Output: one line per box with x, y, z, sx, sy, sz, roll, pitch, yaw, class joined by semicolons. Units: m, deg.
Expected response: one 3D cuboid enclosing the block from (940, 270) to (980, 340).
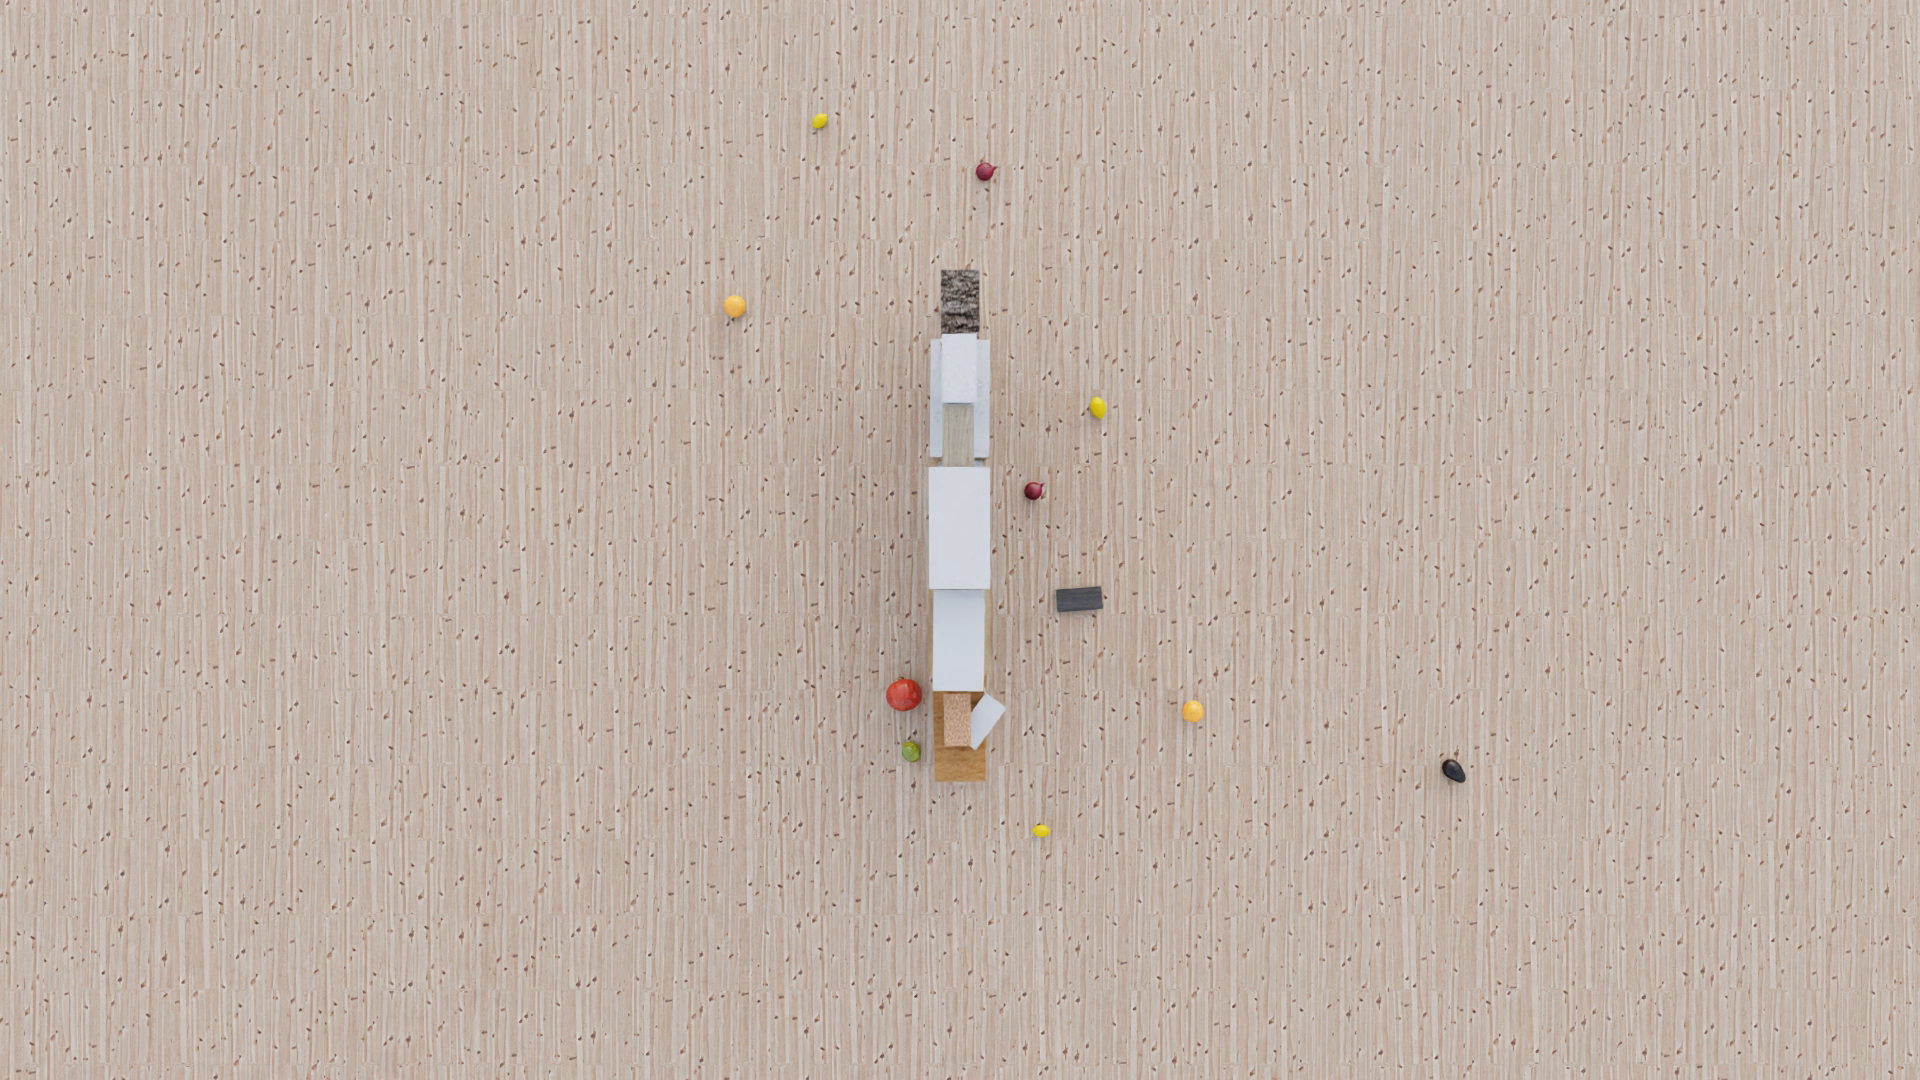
0.000;-0.697;4.970;0.116;0.033;0.231;0;90;0;block

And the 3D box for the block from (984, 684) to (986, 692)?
0.000;0.448;4.991;0.149;0.299;0.042;0;93;0;block

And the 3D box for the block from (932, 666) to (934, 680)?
-0.006;0.362;4.603;0.136;0.272;0.039;0;90;0;block

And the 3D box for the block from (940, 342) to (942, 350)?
-0.006;-0.539;4.647;0.095;0.189;0.027;-7;90;0;block

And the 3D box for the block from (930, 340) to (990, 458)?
0.000;-0.407;4.766;0.169;0.048;0.338;1;90;0;block

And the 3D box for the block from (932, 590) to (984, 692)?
-0.004;0.270;4.448;0.136;0.039;0.272;0;90;0;block

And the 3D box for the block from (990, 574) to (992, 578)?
0.001;0.099;4.986;0.176;0.395;0.050;-7;90;0;block

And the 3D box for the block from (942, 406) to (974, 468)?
-0.005;-0.284;4.554;0.088;0.025;0.176;0;90;0;block

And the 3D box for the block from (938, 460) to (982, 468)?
0.007;-0.102;4.847;0.130;0.037;0.260;-3;89;0;block

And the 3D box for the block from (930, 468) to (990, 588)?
-0.001;-0.032;4.393;0.161;0.046;0.322;0;90;0;block

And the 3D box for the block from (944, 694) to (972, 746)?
-0.007;0.520;4.771;0.075;0.021;0.150;-3;82;10;block

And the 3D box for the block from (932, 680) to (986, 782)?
-0.002;0.554;4.820;0.149;0.042;0.299;-1;90;0;block

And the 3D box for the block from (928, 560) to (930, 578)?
-0.003;0.078;4.578;0.161;0.322;0.046;0;90;0;block

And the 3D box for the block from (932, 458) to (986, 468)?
-0.002;-0.235;5.150;0.163;0.046;0.327;0;90;0;block

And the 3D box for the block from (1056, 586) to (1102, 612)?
0.397;0.197;5.489;0.150;0.021;0.075;-4;90;0;block

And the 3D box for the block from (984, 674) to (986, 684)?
0.004;0.494;5.164;0.157;0.044;0.314;0;90;0;block

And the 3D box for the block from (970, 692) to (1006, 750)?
0.060;0.526;4.788;0.075;0.021;0.150;36;90;0;block

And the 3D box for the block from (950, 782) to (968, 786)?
-0.005;0.792;5.441;0.059;0.118;0.017;0;90;0;block

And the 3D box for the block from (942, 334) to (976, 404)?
-0.003;-0.471;4.539;0.095;0.027;0.189;0;90;0;block

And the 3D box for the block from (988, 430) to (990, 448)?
0.000;-0.294;4.958;0.169;0.338;0.048;0;90;0;block

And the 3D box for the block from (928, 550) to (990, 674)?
-0.003;0.207;4.764;0.176;0.050;0.353;0;90;0;block
